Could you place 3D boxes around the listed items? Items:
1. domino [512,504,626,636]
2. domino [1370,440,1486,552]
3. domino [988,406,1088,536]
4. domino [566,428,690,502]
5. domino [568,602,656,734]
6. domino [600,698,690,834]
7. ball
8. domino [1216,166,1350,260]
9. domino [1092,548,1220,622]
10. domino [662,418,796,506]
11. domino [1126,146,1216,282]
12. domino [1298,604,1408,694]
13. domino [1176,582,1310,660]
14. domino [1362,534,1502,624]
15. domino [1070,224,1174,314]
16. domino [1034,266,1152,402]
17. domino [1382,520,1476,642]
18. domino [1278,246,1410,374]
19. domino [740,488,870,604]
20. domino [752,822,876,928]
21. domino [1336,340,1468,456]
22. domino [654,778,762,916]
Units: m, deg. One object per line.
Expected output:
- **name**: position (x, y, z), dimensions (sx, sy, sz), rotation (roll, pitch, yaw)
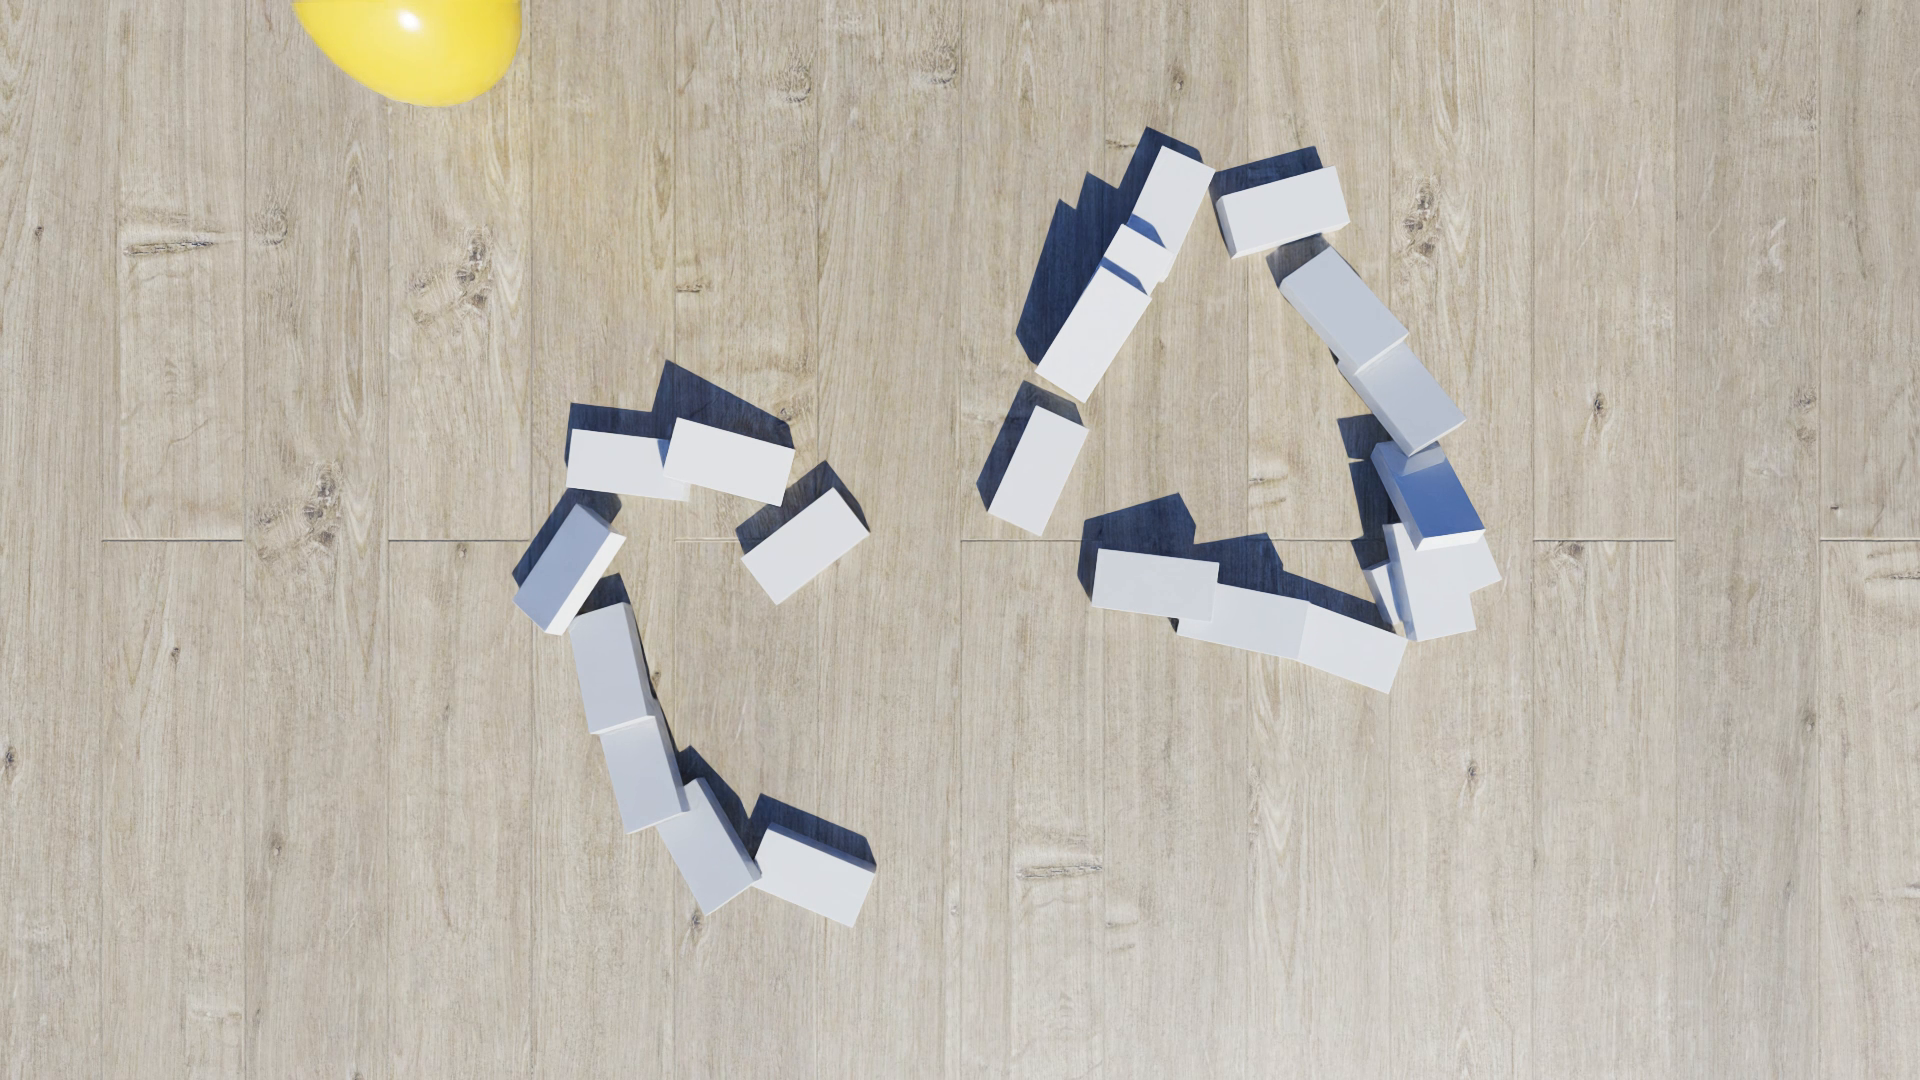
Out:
- **domino**: position (-0.167, 0.012, 0.391), dimensions (0.025, 0.010, 0.050), rotation (34, 90, 25)
- **domino**: position (0.194, -0.020, 0.382), dimensions (0.025, 0.009, 0.050), rotation (-8, 56, 0)
- **domino**: position (0.033, -0.030, 0.395), dimensions (0.025, 0.009, 0.050), rotation (24, 90, 0)
- **domino**: position (-0.142, -0.032, 0.395), dimensions (0.050, 0.009, 0.025), rotation (7, 90, 0)
- **domino**: position (-0.148, 0.054, 0.390), dimensions (0.025, 0.009, 0.050), rotation (-17, 77, 0)
- **domino**: position (-0.135, 0.096, 0.390), dimensions (0.025, 0.010, 0.050), rotation (-21, 76, 0)
- **ball**: position (-0.216, -0.214, 0.360), dimensions (0.080, 0.080, 0.080), rotation (0, 90, 0)
- **domino**: position (0.139, -0.141, 0.395), dimensions (0.050, 0.010, 0.025), rotation (-15, 90, 0)
- **domino**: position (0.083, 0.019, 0.389), dimensions (0.050, 0.009, 0.025), rotation (7, 89, 14)
- **domino**: position (-0.098, -0.033, 0.390), dimensions (0.050, 0.010, 0.025), rotation (15, 88, -12)
- **domino**: position (0.087, -0.140, 0.395), dimensions (0.025, 0.009, 0.050), rotation (24, 90, 0)
- **domino**: position (0.163, 0.045, 0.395), dimensions (0.050, 0.009, 0.025), rotation (20, 90, 0)
- **domino**: position (0.120, 0.033, 0.390), dimensions (0.050, 0.009, 0.025), rotation (11, 90, 13)
- **domino**: position (0.203, 0.015, 0.395), dimensions (0.050, 0.010, 0.025), rotation (-23, 90, 0)
- **domino**: position (0.066, -0.105, 0.389), dimensions (0.025, 0.009, 0.050), rotation (30, 104, 0)
- **domino**: position (0.056, -0.086, 0.385), dimensions (0.025, 0.010, 0.050), rotation (32, 104, -1)
- **domino**: position (0.197, 0.015, 0.386), dimensions (0.025, 0.009, 0.050), rotation (-12, 90, 0)
- **domino**: position (0.163, -0.098, 0.390), dimensions (0.025, 0.009, 0.050), rotation (-35, 76, 0)
- **domino**: position (-0.066, 0.003, 0.395), dimensions (0.050, 0.009, 0.025), rotation (-38, 90, 0)
- **domino**: position (-0.064, 0.144, 0.395), dimensions (0.050, 0.009, 0.025), rotation (23, 90, 0)
- **domino**: position (0.187, -0.063, 0.389), dimensions (0.025, 0.009, 0.050), rotation (-31, 74, 0)
- **domino**: position (-0.109, 0.130, 0.390), dimensions (0.025, 0.009, 0.050), rotation (-35, 77, 0)
